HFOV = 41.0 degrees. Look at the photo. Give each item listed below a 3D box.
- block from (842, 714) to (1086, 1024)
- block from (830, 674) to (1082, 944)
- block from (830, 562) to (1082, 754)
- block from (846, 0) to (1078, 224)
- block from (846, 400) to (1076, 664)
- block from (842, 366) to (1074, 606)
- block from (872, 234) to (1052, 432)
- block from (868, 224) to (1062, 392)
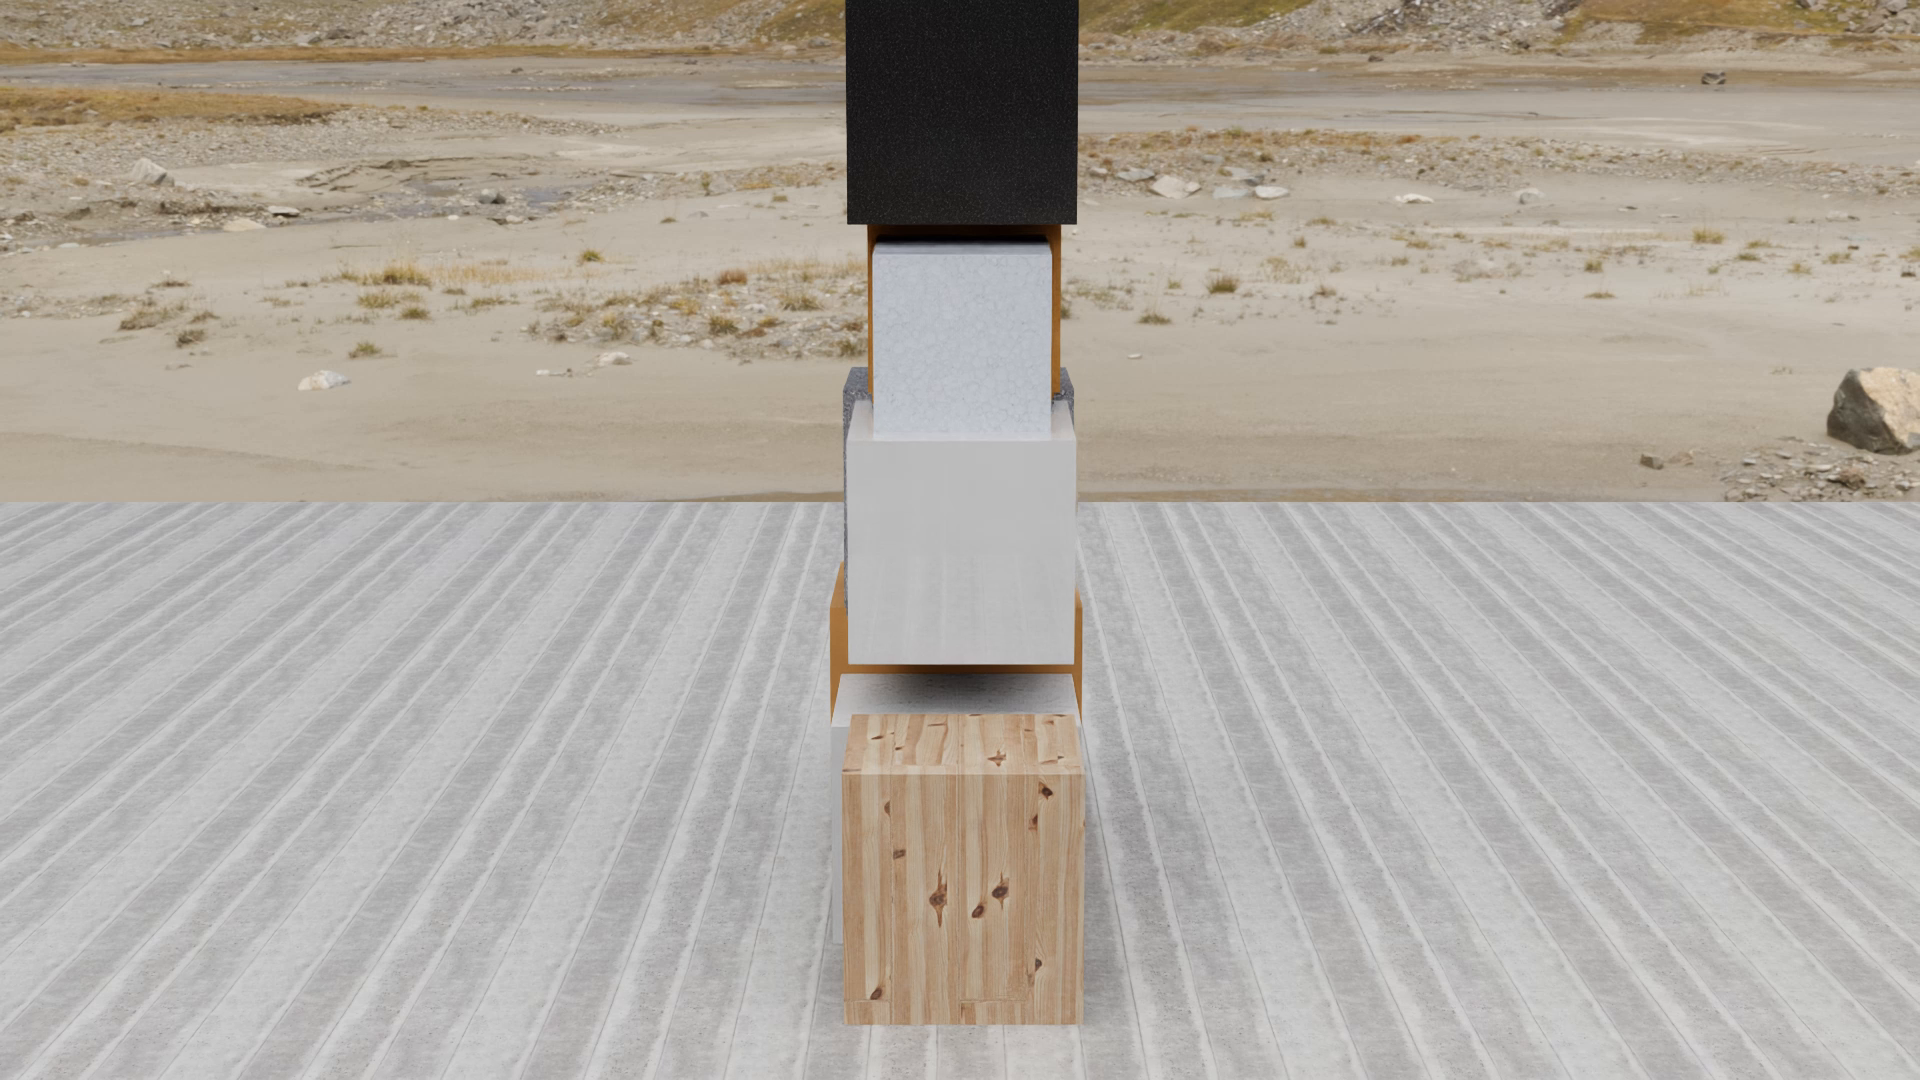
[{"bbox_3d":[0.013,1.256,9.950,0.895,0.968,0.899,0,10,0],"label":"block"},{"bbox_3d":[-0.015,1.118,10.862,1.010,0.914,0.924,0,10,0],"label":"block"},{"bbox_3d":[-0.017,0.793,11.835,1.104,1.206,1.086,0,10,0],"label":"block"},{"bbox_3d":[0.009,-1.852,10.844,0.939,0.980,0.923,0,10,0],"label":"block"},{"bbox_3d":[0.006,-0.052,10.680,0.909,0.917,0.914,0,14,0],"label":"block"},{"bbox_3d":[-0.006,-0.260,11.603,0.999,0.948,0.906,0,10,0],"label":"block"},{"bbox_3d":[0.009,-0.859,10.549,0.711,0.714,0.679,0,14,0],"label":"block"},{"bbox_3d":[0.018,-1.068,11.336,0.821,0.738,0.851,0,10,0],"label":"block"}]
